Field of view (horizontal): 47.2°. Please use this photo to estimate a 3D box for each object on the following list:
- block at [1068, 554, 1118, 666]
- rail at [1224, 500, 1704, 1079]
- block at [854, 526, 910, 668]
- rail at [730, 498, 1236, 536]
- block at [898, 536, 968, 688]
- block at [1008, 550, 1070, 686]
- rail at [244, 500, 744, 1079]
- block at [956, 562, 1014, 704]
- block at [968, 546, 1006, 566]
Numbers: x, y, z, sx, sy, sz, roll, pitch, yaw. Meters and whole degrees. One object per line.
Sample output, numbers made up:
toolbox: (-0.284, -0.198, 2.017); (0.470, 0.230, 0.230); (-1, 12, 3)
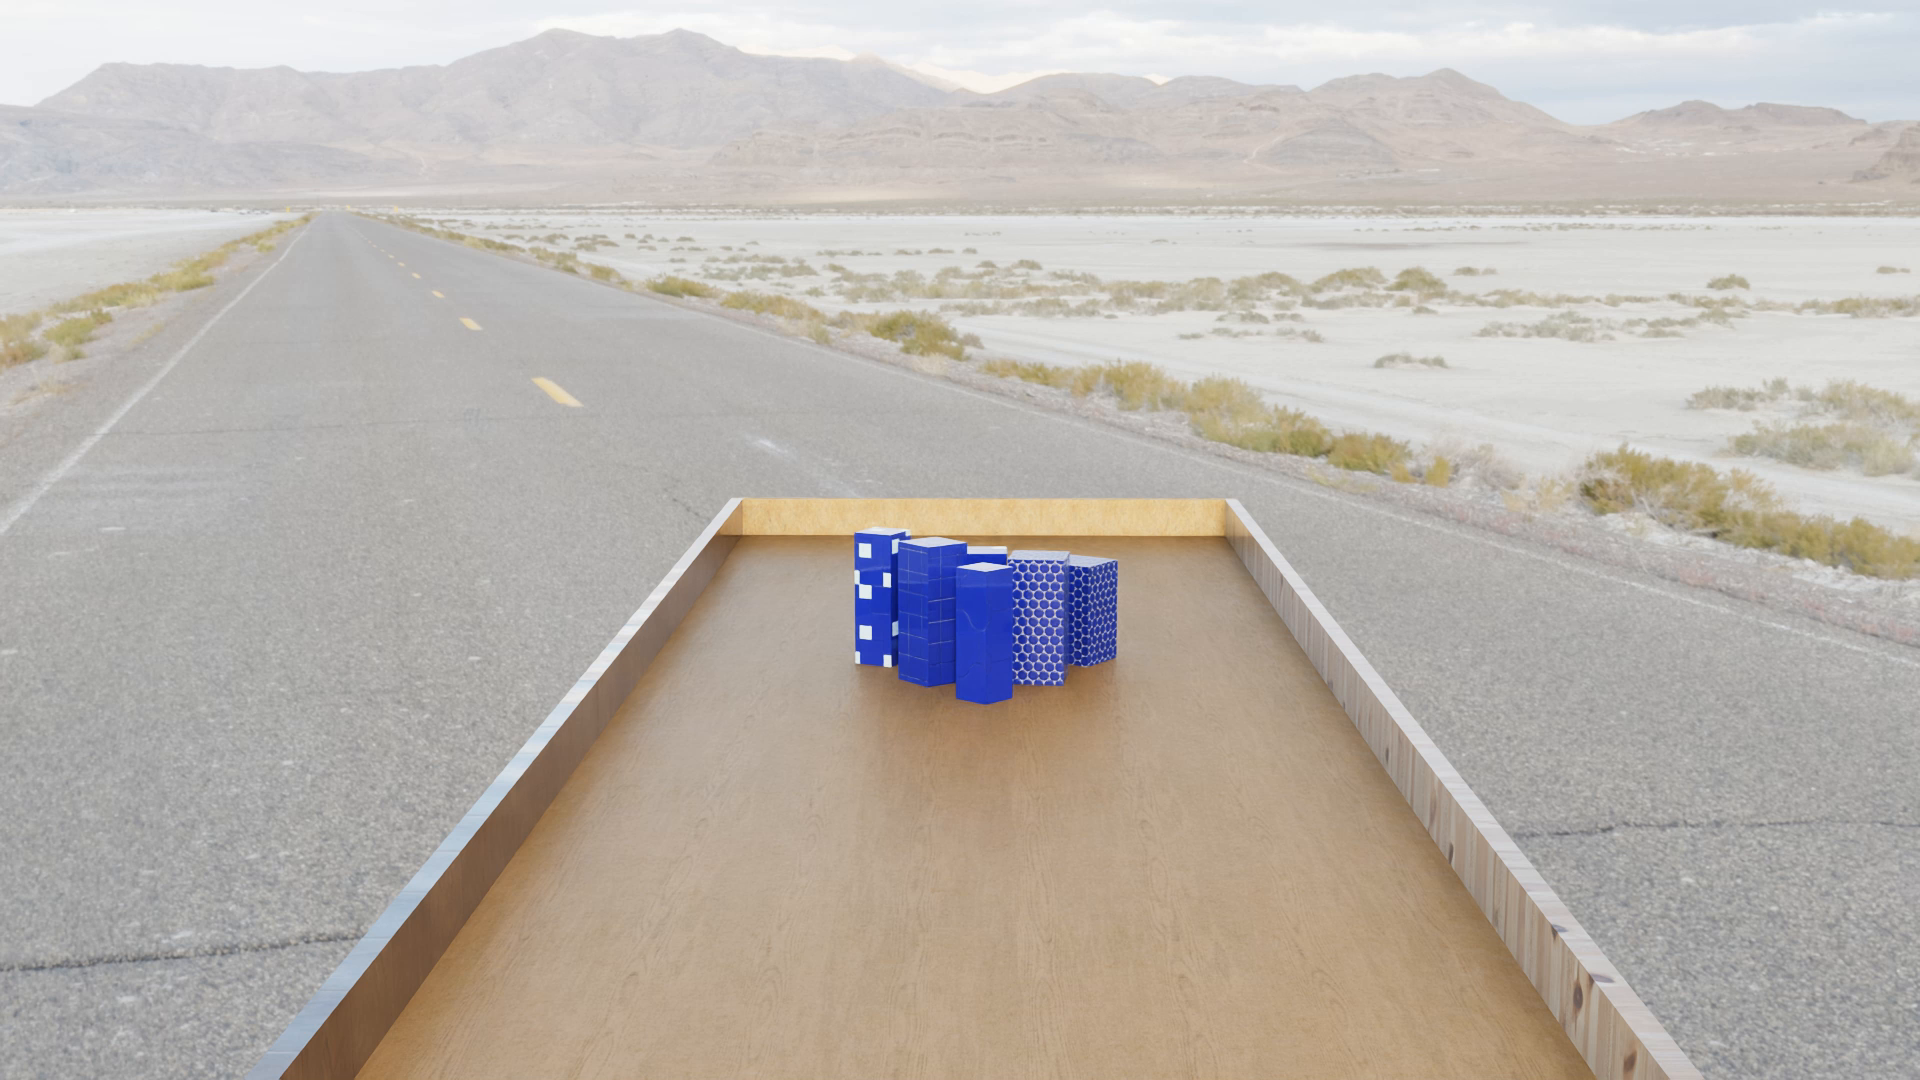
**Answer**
block: (0.361, 0.213, 6.696); (0.170, 0.303, 0.170); (6, 11, 34)
rail: (1.046, 0.843, 3.208); (0.050, 0.150, 12.000); (0, 9, 1)
block: (-0.233, 0.171, 6.652); (0.124, 0.401, 0.124); (5, 10, 27)
rail: (0.099, -0.098, 9.147); (2.100, 0.150, 0.050); (0, 9, 1)
block: (-0.079, 0.207, 6.398); (0.143, 0.408, 0.143); (-7, 11, -38)
block: (0.229, 0.225, 6.415); (0.164, 0.367, 0.164); (1, 9, 8)
rail: (-1.004, 0.839, 3.234); (0.050, 0.150, 12.000); (0, 9, 1)
block: (0.069, 0.261, 6.165); (0.113, 0.376, 0.113); (8, 12, 42)
block: (0.074, 0.198, 6.676); (0.134, 0.339, 0.134); (0, 9, 1)
